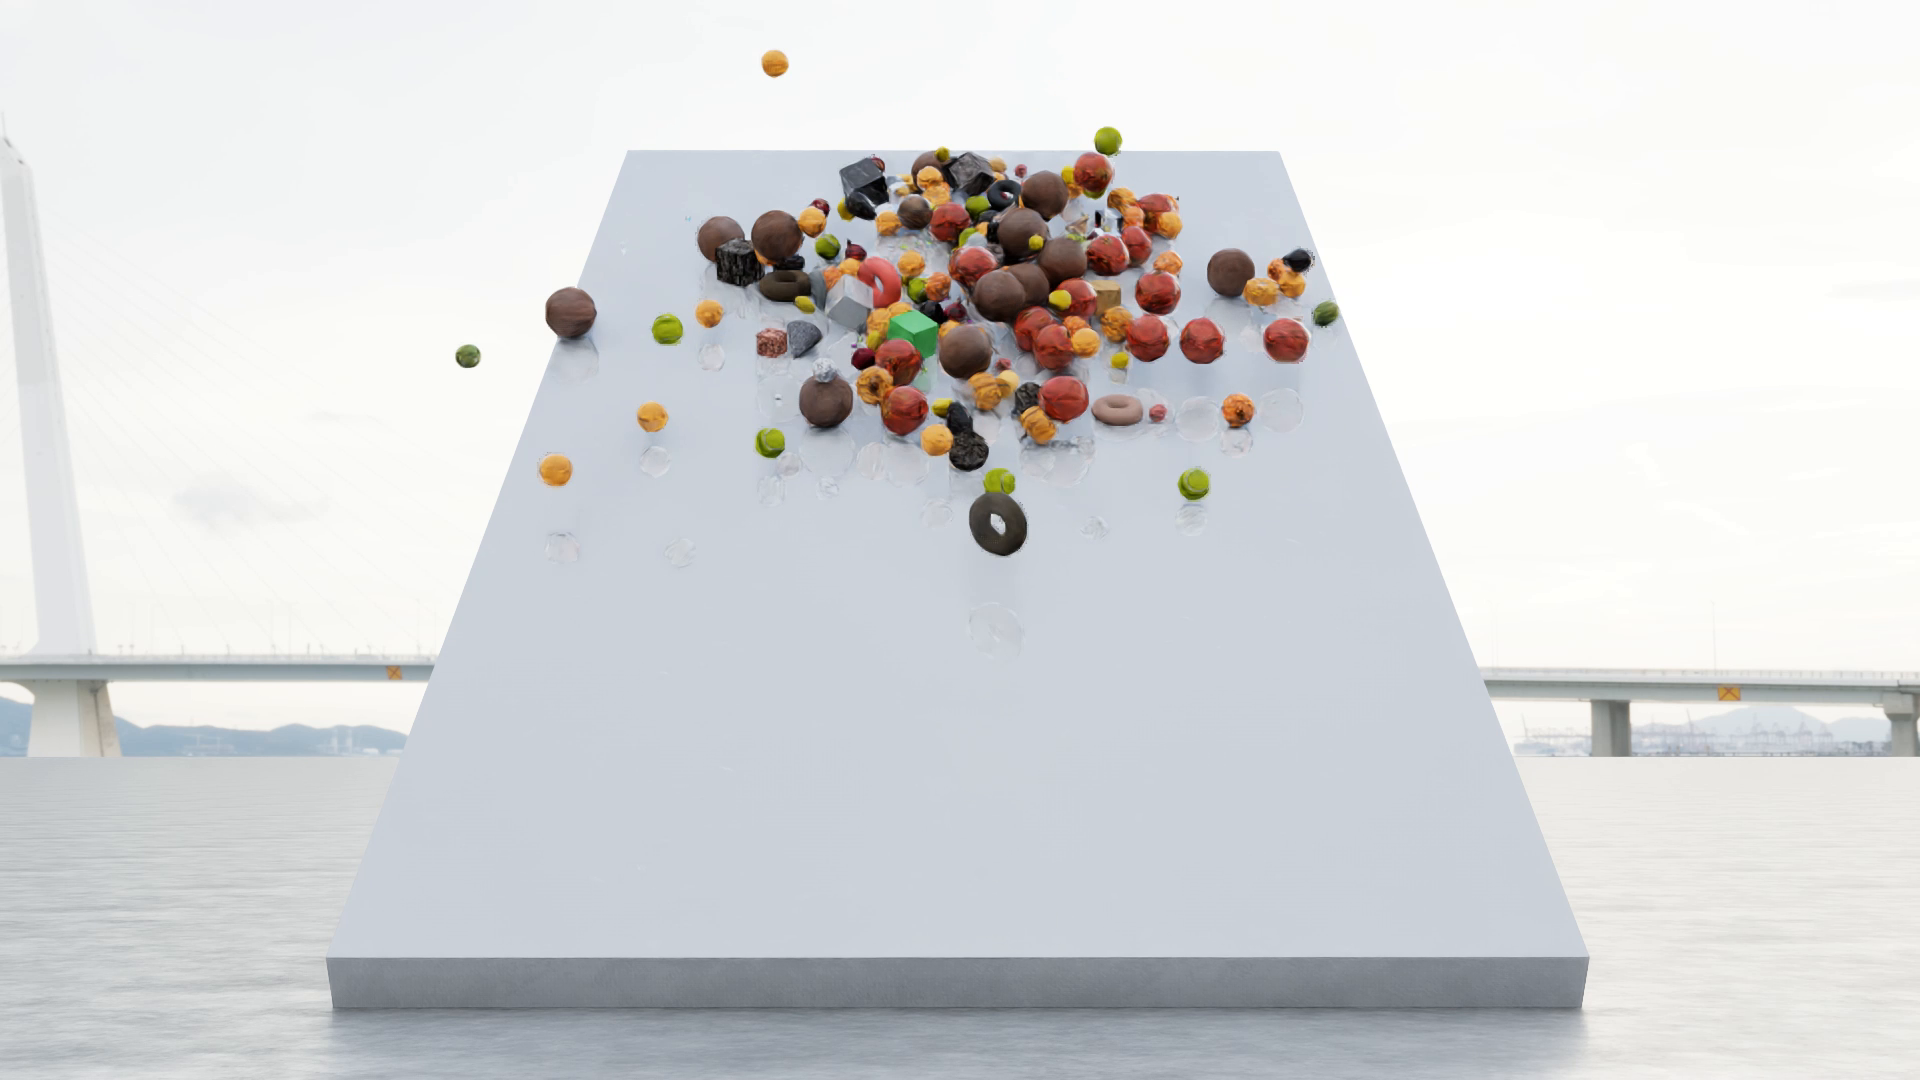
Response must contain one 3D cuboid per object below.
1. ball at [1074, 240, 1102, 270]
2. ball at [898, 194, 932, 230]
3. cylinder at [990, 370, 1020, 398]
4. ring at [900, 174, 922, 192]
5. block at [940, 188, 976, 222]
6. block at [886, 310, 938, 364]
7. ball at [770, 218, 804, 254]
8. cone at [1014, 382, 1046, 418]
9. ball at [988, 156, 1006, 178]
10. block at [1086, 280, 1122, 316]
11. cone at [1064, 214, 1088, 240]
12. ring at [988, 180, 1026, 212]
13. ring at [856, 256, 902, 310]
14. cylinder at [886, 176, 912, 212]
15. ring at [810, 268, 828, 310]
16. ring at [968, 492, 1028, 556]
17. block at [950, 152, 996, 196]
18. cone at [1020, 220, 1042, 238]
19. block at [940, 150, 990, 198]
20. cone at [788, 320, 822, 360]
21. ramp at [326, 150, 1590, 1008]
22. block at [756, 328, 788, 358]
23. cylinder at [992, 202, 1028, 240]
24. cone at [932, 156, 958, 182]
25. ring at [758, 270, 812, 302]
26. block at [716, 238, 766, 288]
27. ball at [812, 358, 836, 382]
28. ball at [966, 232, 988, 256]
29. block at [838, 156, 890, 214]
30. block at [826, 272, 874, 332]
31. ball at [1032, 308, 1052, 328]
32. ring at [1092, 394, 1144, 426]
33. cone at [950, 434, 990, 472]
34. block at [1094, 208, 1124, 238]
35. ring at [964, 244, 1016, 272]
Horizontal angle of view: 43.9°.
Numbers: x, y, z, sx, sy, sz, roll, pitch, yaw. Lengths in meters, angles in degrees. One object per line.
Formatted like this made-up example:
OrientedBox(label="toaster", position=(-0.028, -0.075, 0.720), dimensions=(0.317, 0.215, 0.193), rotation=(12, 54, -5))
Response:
OrientedBox(label="ball", position=(0.346, -0.767, 6.410), dimensions=(0.076, 0.076, 0.076), rotation=(0, -5, 0))
OrientedBox(label="ball", position=(-0.120, -0.875, 6.367), dimensions=(0.096, 0.096, 0.096), rotation=(0, -5, 0))
OrientedBox(label="cylinder", position=(0.108, -0.371, 5.677), dimensions=(0.052, 0.052, 0.052), rotation=(-3, 24, 28))
OrientedBox(label="ring", position=(-0.159, -1.047, 6.990), dimensions=(0.092, 0.031, 0.092), rotation=(0, 32, 0))
OrientedBox(label="block", position=(-0.007, -0.949, 6.725), dimensions=(0.060, 0.060, 0.060), rotation=(-43, 0, -33))
OrientedBox(label="block", position=(-0.117, -0.502, 5.875), dimensions=(0.087, 0.087, 0.087), rotation=(-23, 45, -37))
OrientedBox(label="ball", position=(-0.472, -0.830, 6.505), dimensions=(0.095, 0.095, 0.095), rotation=(0, -5, 0))
OrientedBox(label="cone", position=(0.148, -0.326, 5.605), dimensions=(0.083, 0.083, 0.083), rotation=(2, -4, -24))
OrientedBox(label="ball", position=(0.108, -1.099, 7.011), dimensions=(0.060, 0.060, 0.060), rotation=(0, -5, 0))
OrientedBox(label="block", position=(0.372, -0.626, 6.147), dimensions=(0.068, 0.068, 0.068), rotation=(-6, 28, -17))
OrientedBox(label="cone", position=(0.337, -0.874, 6.574), dimensions=(0.070, 0.070, 0.070), rotation=(34, -2, 2))
OrientedBox(label="ring", position=(0.130, -0.965, 6.677), dimensions=(0.108, 0.108, 0.036), rotation=(0, -31, -3))
OrientedBox(label="ring", position=(-0.206, -0.652, 6.060), dimensions=(0.048, 0.143, 0.143), rotation=(-29, 15, -39))
OrientedBox(label="cylinder", position=(-0.179, -0.977, 6.708), dimensions=(0.076, 0.076, 0.076), rotation=(2, 32, -26))
OrientedBox(label="ring", position=(-0.363, -0.647, 6.144), dimensions=(0.036, 0.109, 0.109), rotation=(-13, -4, -5))
OrientedBox(label="ring", position=(0.077, -0.033, 4.816), dimensions=(0.135, 0.135, 0.045), rotation=(-4, 16, 38))
OrientedBox(label="block", position=(0.035, -0.973, 6.326), dimensions=(0.075, 0.075, 0.075), rotation=(-39, -29, 25))
OrientedBox(label="cone", position=(0.204, -0.851, 6.623), dimensions=(0.058, 0.058, 0.058), rotation=(27, -9, -7))
OrientedBox(label="block", position=(0.017, -1.036, 6.807), dimensions=(0.097, 0.097, 0.097), rotation=(-30, -10, 6))
OrientedBox(label="cone", position=(-0.398, -0.479, 5.892), dimensions=(0.092, 0.092, 0.092), rotation=(13, -34, 9))
OrientedBox(label="ramp", position=(-0.011, -0.224, 5.560), dimensions=(2.000, 0.100, 4.000), rotation=(0, 28, 0))
OrientedBox(label="block", position=(-0.466, -0.488, 5.896), dimensions=(0.054, 0.054, 0.054), rotation=(18, 32, 30))
OrientedBox(label="cylinder", position=(0.139, -0.878, 6.559), dimensions=(0.073, 0.073, 0.073), rotation=(-40, -6, 0))
OrientedBox(label="cone", position=(-0.027, -1.112, 7.013), dimensions=(0.083, 0.083, 0.083), rotation=(3, -21, -27))
OrientedBox(label="ring", position=(-0.454, -0.668, 6.244), dimensions=(0.148, 0.049, 0.148), rotation=(0, 27, 0))
OrientedBox(label="block", position=(-0.583, -0.738, 6.331), dimensions=(0.092, 0.092, 0.092), rotation=(18, 32, 30))
OrientedBox(label="ball", position=(-0.310, -0.388, 5.436), dimensions=(0.057, 0.057, 0.057), rotation=(0, -5, 0))
OrientedBox(label="ball", position=(0.045, -0.788, 6.335), dimensions=(0.059, 0.059, 0.059), rotation=(0, -5, 0))
OrientedBox(label="block", position=(-0.257, -0.953, 6.402), dimensions=(0.093, 0.093, 0.093), rotation=(-27, -37, -11))
OrientedBox(label="block", position=(-0.279, -0.601, 6.017), dimensions=(0.086, 0.086, 0.086), rotation=(26, -50, -25))
OrientedBox(label="ball", position=(0.209, -0.563, 6.044), dimensions=(0.053, 0.053, 0.053), rotation=(0, -5, 0))
OrientedBox(label="ring", position=(0.368, -0.303, 5.564), dimensions=(0.122, 0.041, 0.122), rotation=(1, 28, -1))
OrientedBox(label="cone", position=(0.015, -0.206, 5.351), dimensions=(0.090, 0.090, 0.090), rotation=(1, 19, -11))
OrientedBox(label="block", position=(0.397, -0.847, 6.361), dimensions=(0.056, 0.056, 0.056), rotation=(-11, 37, -20))
OrientedBox(label="ring", position=(0.080, -0.762, 6.430), dimensions=(0.141, 0.047, 0.141), rotation=(-1, 28, 1))
